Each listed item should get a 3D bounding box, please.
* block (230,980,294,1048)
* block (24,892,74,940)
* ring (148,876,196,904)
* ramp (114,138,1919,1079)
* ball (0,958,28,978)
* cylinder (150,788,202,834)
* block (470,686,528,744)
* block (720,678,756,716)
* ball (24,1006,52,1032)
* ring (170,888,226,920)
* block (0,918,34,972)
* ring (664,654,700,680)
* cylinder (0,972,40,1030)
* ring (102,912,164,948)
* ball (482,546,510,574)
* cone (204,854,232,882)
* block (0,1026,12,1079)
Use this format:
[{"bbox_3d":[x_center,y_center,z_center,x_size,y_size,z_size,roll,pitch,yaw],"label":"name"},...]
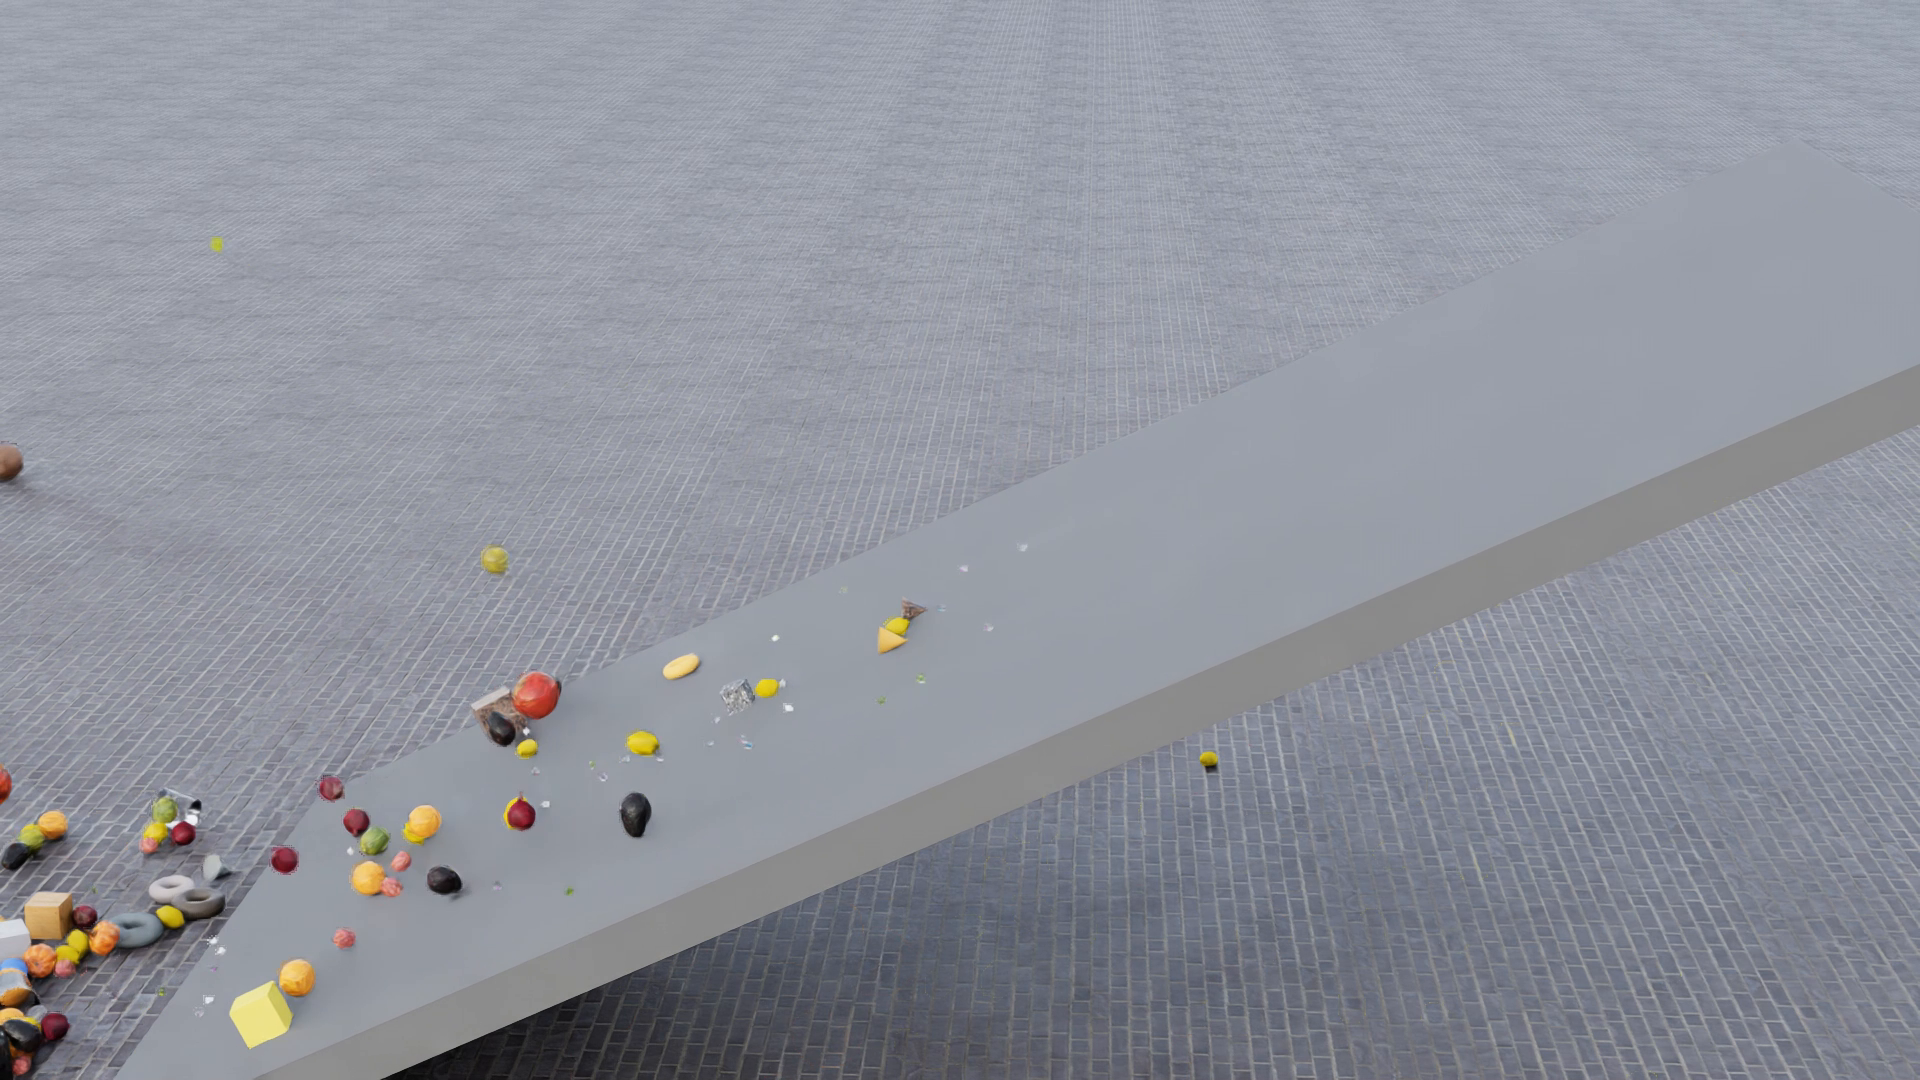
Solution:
[{"bbox_3d":[-1.371,0.931,5.770,0.083,0.083,0.083,-26,13,1],"label":"block"},{"bbox_3d":[-2.141,0.883,6.914,0.082,0.082,0.082,1,16,4],"label":"block"},{"bbox_3d":[-1.908,0.847,7.124,0.112,0.037,0.112,-1,18,0],"label":"ring"},{"bbox_3d":[0.135,0.169,6.282,4.000,0.100,2.000,-24,13,9],"label":"ramp"},{"bbox_3d":[-2.132,0.974,6.624,0.065,0.065,0.065,0,16,0],"label":"ball"},{"bbox_3d":[-2.008,0.694,7.530,0.092,0.092,0.092,19,19,9],"label":"cylinder"},{"bbox_3d":[-1.134,0.430,7.237,0.094,0.094,0.094,-29,13,-13],"label":"block"},{"bbox_3d":[-0.487,0.342,6.446,0.054,0.054,0.054,-24,13,10],"label":"block"},{"bbox_3d":[-2.007,1.041,6.401,0.056,0.056,0.056,0,16,0],"label":"ball"},{"bbox_3d":[-1.822,0.870,7.035,0.129,0.043,0.129,0,17,0],"label":"ring"},{"bbox_3d":[-2.177,0.933,6.713,0.095,0.095,0.095,-8,18,-27],"label":"block"},{"bbox_3d":[-0.662,0.301,6.989,0.092,0.031,0.092,-23,13,6],"label":"ring"},{"bbox_3d":[-2.075,1.009,6.445,0.096,0.096,0.096,-8,18,-26],"label":"cylinder"},{"bbox_3d":[-1.934,0.912,6.878,0.139,0.046,0.139,1,17,0],"label":"ring"},{"bbox_3d":[-1.543,0.068,9.788,0.091,0.091,0.091,0,16,0],"label":"ball"},{"bbox_3d":[-1.818,0.814,7.254,0.067,0.067,0.067,15,-5,43],"label":"cone"},{"bbox_3d":[-2.048,1.086,6.178,0.090,0.090,0.090,-8,18,-26],"label":"block"}]
